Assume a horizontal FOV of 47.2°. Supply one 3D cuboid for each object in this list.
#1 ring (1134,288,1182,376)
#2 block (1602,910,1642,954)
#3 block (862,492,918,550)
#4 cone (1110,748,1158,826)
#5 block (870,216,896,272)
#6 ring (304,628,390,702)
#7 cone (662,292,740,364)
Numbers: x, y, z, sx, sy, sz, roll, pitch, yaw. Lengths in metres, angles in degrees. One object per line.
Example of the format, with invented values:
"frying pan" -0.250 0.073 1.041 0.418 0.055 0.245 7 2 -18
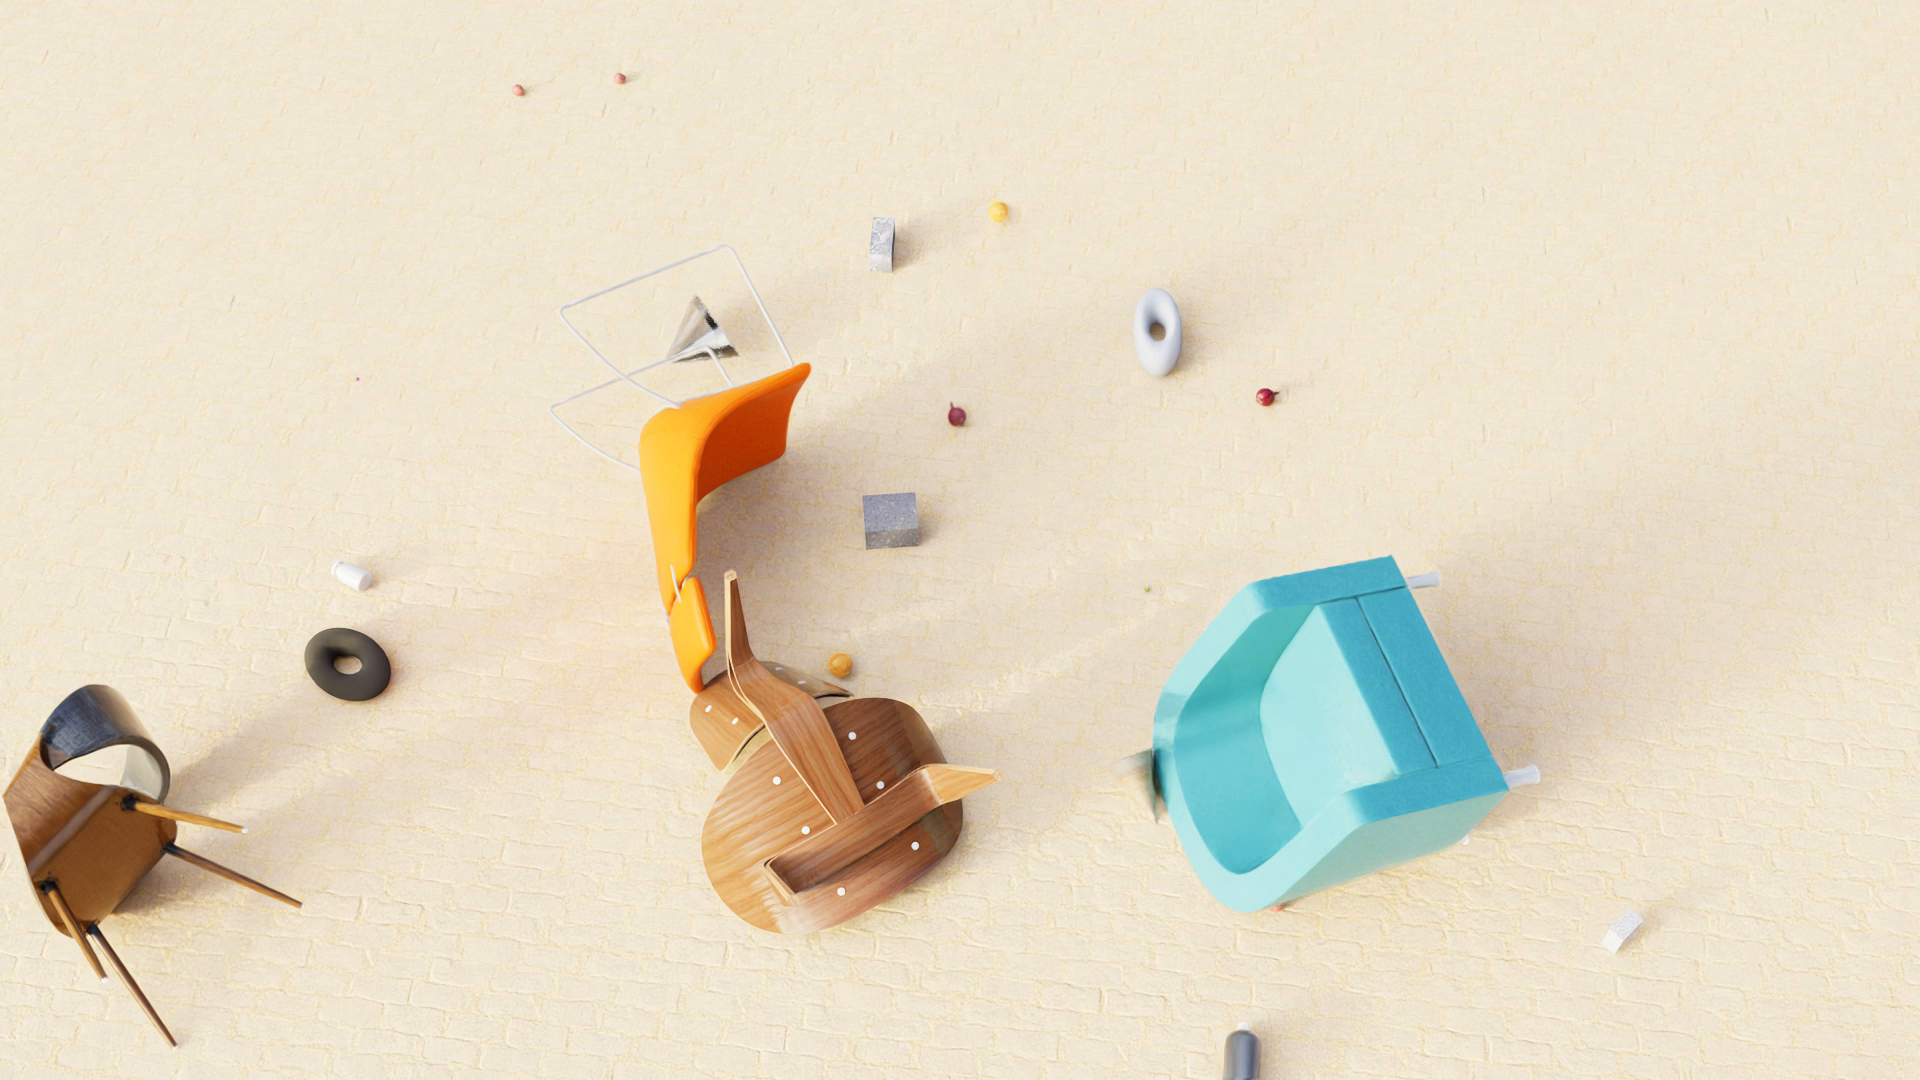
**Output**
"ring" 0.626 -0.658 6.948 0.156 0.113 0.335 -1 55 2
"block" 1.753 1.037 5.822 0.086 0.093 0.045 -37 64 -22
"block" -0.207 -0.057 6.555 0.158 0.094 0.131 -4 56 -3
"cone" 0.507 0.693 6.064 0.130 0.161 0.201 -21 80 -2
"block" -0.253 -0.962 7.165 0.071 0.090 0.159 3 56 2
"ring" -1.752 0.355 6.291 0.285 0.075 0.203 33 61 21
"cone" -0.853 -0.617 6.944 0.218 0.150 0.314 -36 54 0
